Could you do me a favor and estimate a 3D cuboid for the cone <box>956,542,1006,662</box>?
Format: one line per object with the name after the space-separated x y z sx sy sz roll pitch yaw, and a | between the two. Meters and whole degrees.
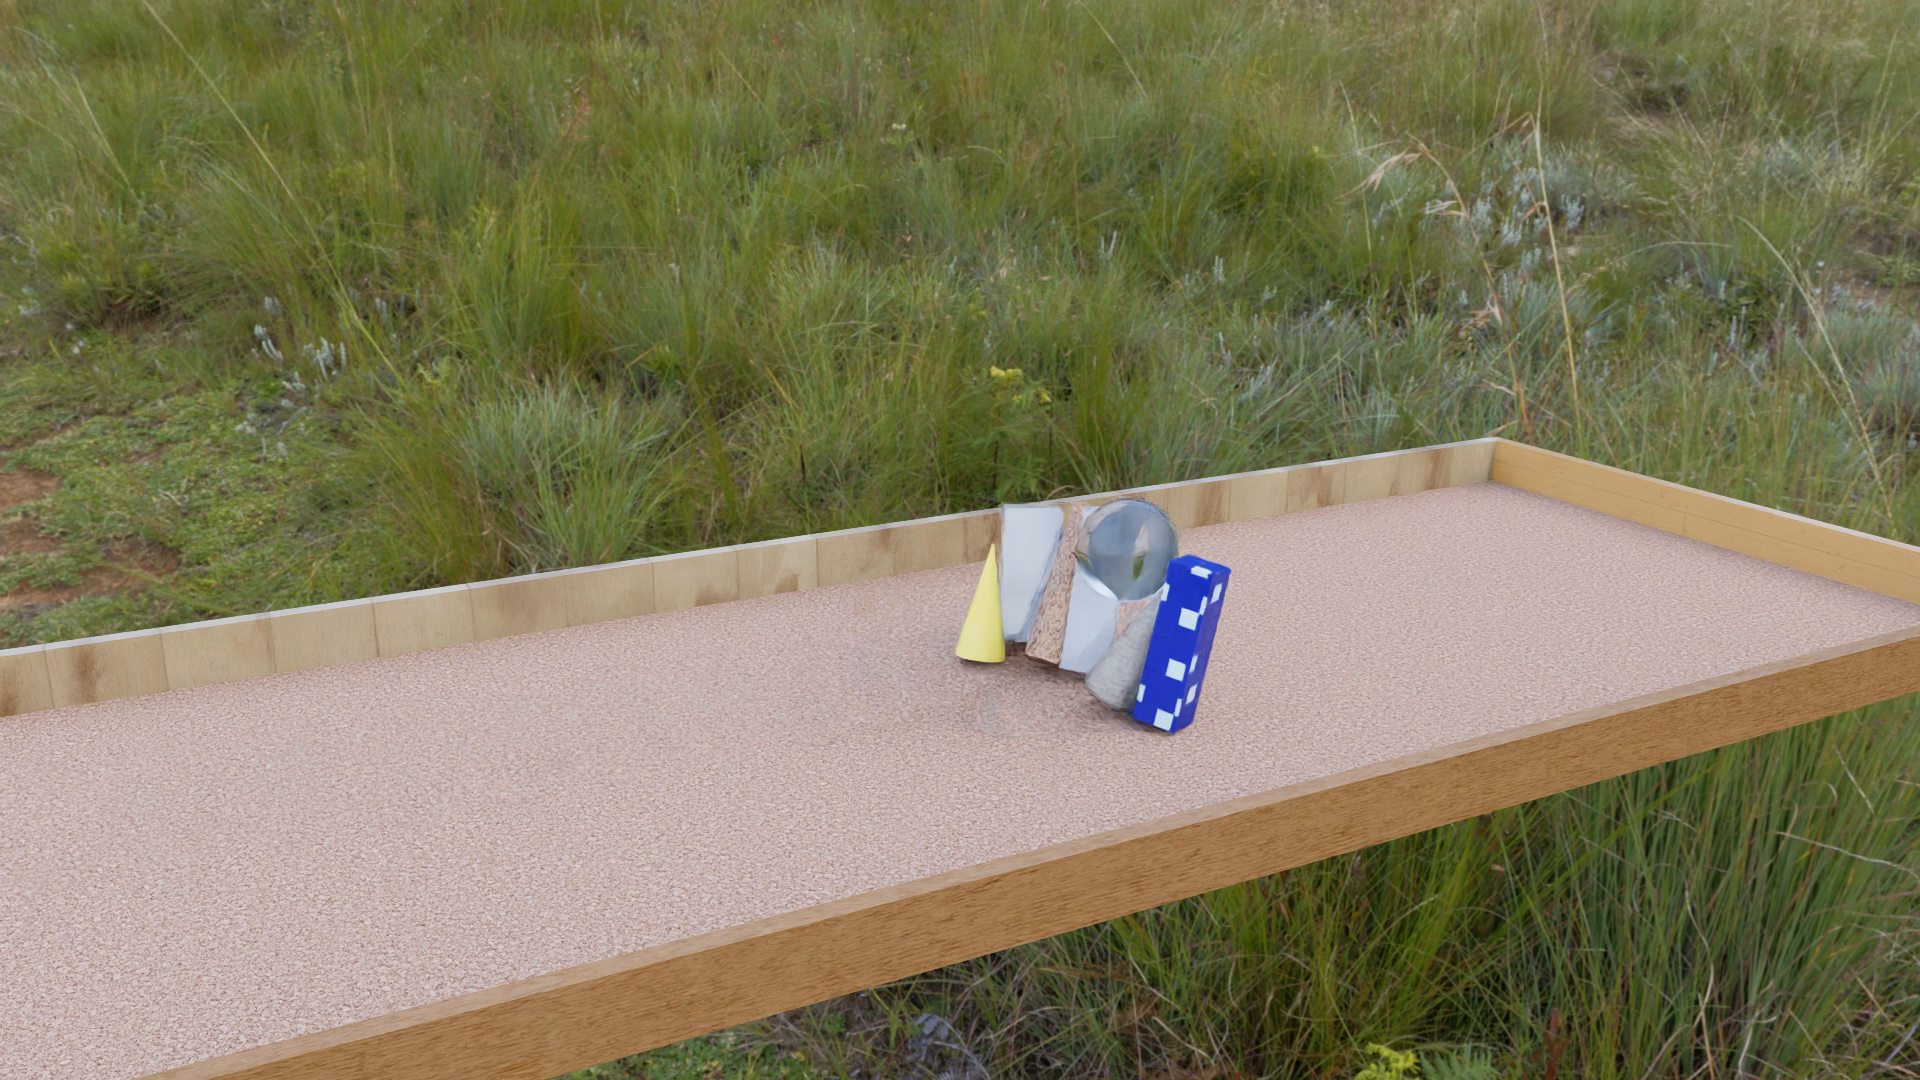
0.070 0.150 4.266 0.133 0.307 0.133 6 8 -1 | cone

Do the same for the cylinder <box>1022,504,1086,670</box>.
0.280 0.119 4.226 0.113 0.410 0.113 19 -9 3 | cylinder

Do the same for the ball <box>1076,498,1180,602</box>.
0.398 0.025 3.916 0.247 0.247 0.247 0 16 0 | ball

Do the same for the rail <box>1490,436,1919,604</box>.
2.466 -0.048 5.253 0.050 0.150 2.100 -9 18 -27 | rail

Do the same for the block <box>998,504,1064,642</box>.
0.185 0.086 4.387 0.152 0.351 0.152 2 4 -2 | block

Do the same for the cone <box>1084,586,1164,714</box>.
0.453 0.210 3.903 0.176 0.377 0.176 21 20 -8 | cone

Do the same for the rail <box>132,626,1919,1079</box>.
-2.336 1.006 1.665 12.000 0.150 0.050 -9 18 -27 | rail

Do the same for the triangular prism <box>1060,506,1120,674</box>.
0.363 0.129 4.158 0.130 0.413 0.113 9 2 25 | triangular prism

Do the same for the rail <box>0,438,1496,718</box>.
-3.305 0.497 3.399 12.000 0.150 0.050 -9 18 -27 | rail

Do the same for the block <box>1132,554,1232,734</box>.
0.512 0.239 3.815 0.108 0.387 0.108 20 17 28 | block
